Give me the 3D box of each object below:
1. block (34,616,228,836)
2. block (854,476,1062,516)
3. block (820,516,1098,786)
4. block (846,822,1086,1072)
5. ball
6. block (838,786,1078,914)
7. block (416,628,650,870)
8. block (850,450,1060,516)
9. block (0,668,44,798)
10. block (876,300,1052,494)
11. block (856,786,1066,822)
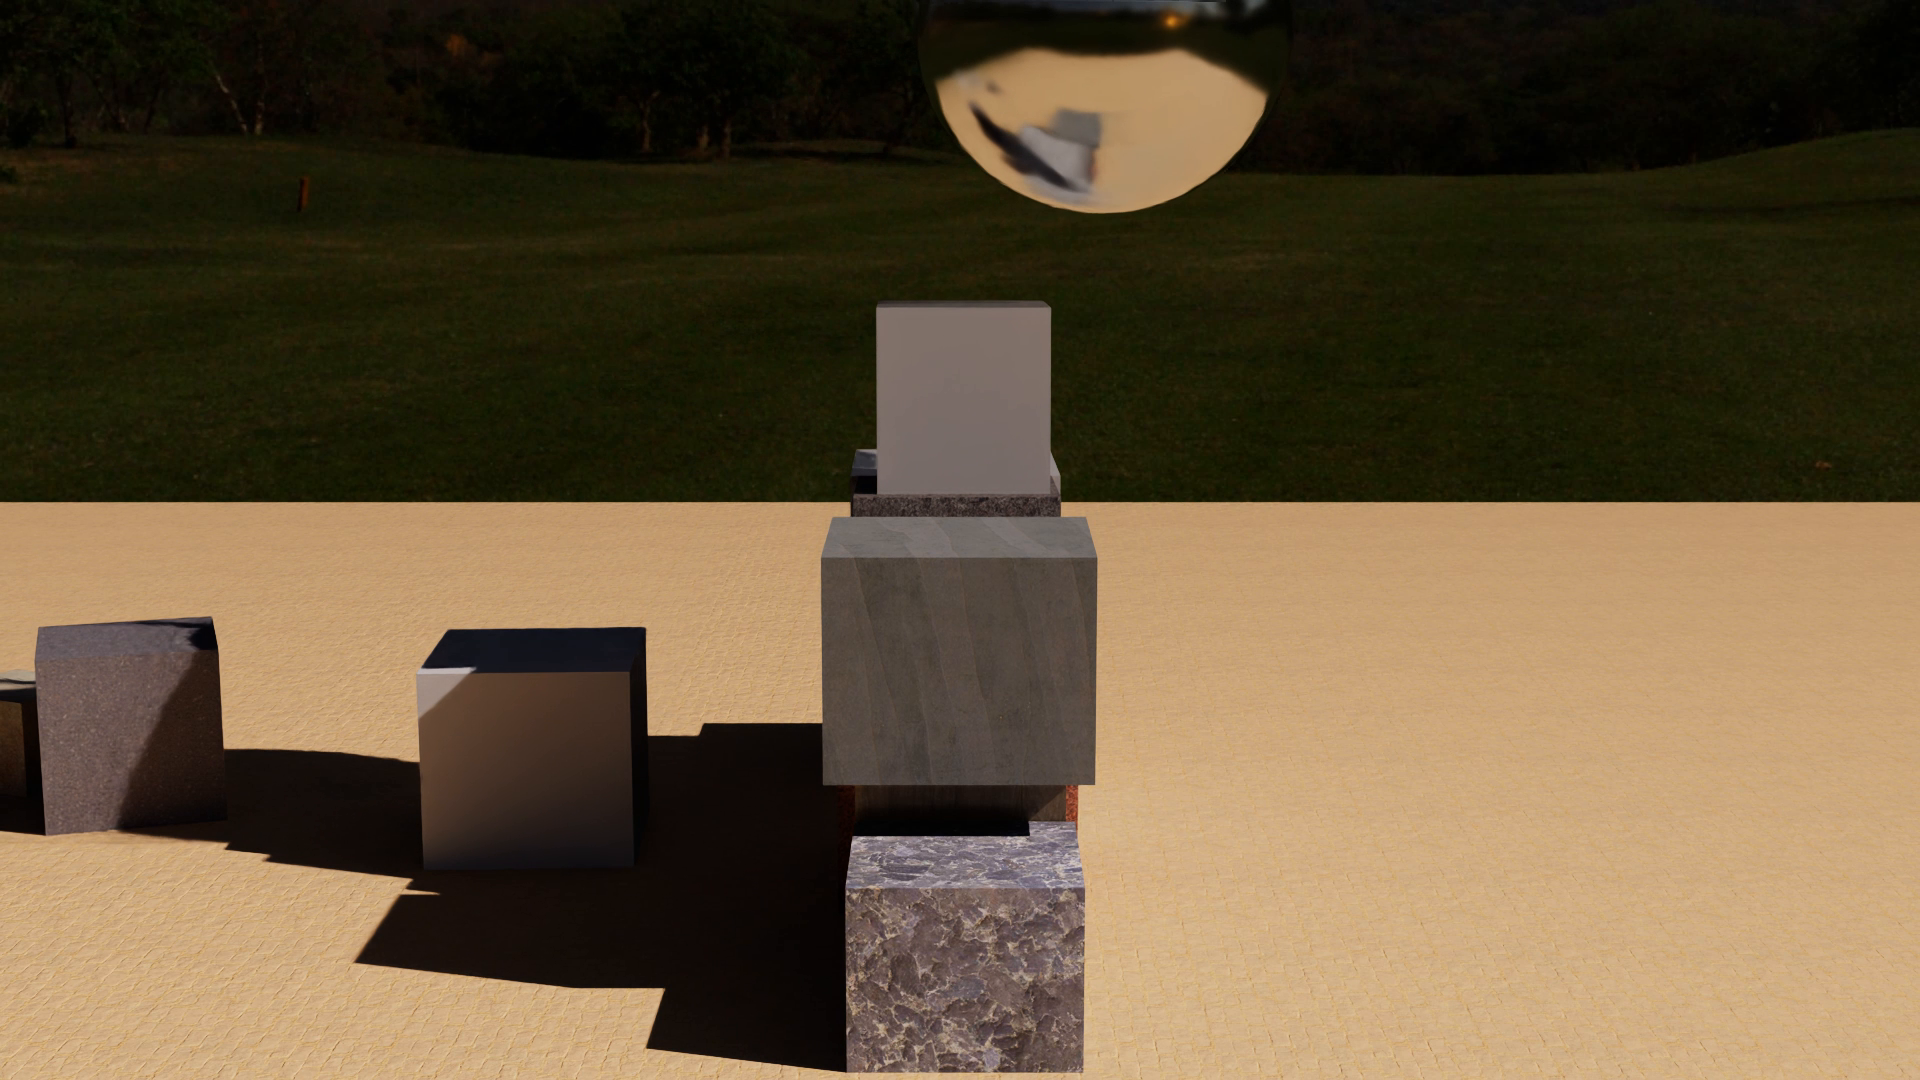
[{"bbox_3d":[-4.000,0.880,12.388,0.817,0.836,0.788,-3,11,-18],"label":"block"},{"bbox_3d":[-0.016,0.230,10.712,0.831,0.915,0.802,0,8,-1],"label":"block"},{"bbox_3d":[-0.003,0.408,9.865,1.010,0.859,0.875,0,10,0],"label":"block"},{"bbox_3d":[0.018,1.487,9.474,0.843,0.684,0.818,0,10,0],"label":"block"},{"bbox_3d":[0.600,-2.174,10.785,1.600,1.600,1.600,0,10,0],"label":"ball"},{"bbox_3d":[-0.010,1.066,11.251,1.011,0.878,0.943,0,10,0],"label":"block"},{"bbox_3d":[-1.948,0.946,11.849,0.935,0.900,0.924,0,10,-2],"label":"block"},{"bbox_3d":[-0.026,0.097,11.601,0.905,0.905,0.978,0,9,-1],"label":"block"},{"bbox_3d":[-4.724,0.966,12.917,0.597,0.478,0.524,5,12,27],"label":"block"},{"bbox_3d":[0.009,-0.603,10.653,0.700,0.752,0.680,0,8,-1],"label":"block"},{"bbox_3d":[0.002,1.222,10.320,0.807,0.904,0.920,0,10,0],"label":"block"}]
